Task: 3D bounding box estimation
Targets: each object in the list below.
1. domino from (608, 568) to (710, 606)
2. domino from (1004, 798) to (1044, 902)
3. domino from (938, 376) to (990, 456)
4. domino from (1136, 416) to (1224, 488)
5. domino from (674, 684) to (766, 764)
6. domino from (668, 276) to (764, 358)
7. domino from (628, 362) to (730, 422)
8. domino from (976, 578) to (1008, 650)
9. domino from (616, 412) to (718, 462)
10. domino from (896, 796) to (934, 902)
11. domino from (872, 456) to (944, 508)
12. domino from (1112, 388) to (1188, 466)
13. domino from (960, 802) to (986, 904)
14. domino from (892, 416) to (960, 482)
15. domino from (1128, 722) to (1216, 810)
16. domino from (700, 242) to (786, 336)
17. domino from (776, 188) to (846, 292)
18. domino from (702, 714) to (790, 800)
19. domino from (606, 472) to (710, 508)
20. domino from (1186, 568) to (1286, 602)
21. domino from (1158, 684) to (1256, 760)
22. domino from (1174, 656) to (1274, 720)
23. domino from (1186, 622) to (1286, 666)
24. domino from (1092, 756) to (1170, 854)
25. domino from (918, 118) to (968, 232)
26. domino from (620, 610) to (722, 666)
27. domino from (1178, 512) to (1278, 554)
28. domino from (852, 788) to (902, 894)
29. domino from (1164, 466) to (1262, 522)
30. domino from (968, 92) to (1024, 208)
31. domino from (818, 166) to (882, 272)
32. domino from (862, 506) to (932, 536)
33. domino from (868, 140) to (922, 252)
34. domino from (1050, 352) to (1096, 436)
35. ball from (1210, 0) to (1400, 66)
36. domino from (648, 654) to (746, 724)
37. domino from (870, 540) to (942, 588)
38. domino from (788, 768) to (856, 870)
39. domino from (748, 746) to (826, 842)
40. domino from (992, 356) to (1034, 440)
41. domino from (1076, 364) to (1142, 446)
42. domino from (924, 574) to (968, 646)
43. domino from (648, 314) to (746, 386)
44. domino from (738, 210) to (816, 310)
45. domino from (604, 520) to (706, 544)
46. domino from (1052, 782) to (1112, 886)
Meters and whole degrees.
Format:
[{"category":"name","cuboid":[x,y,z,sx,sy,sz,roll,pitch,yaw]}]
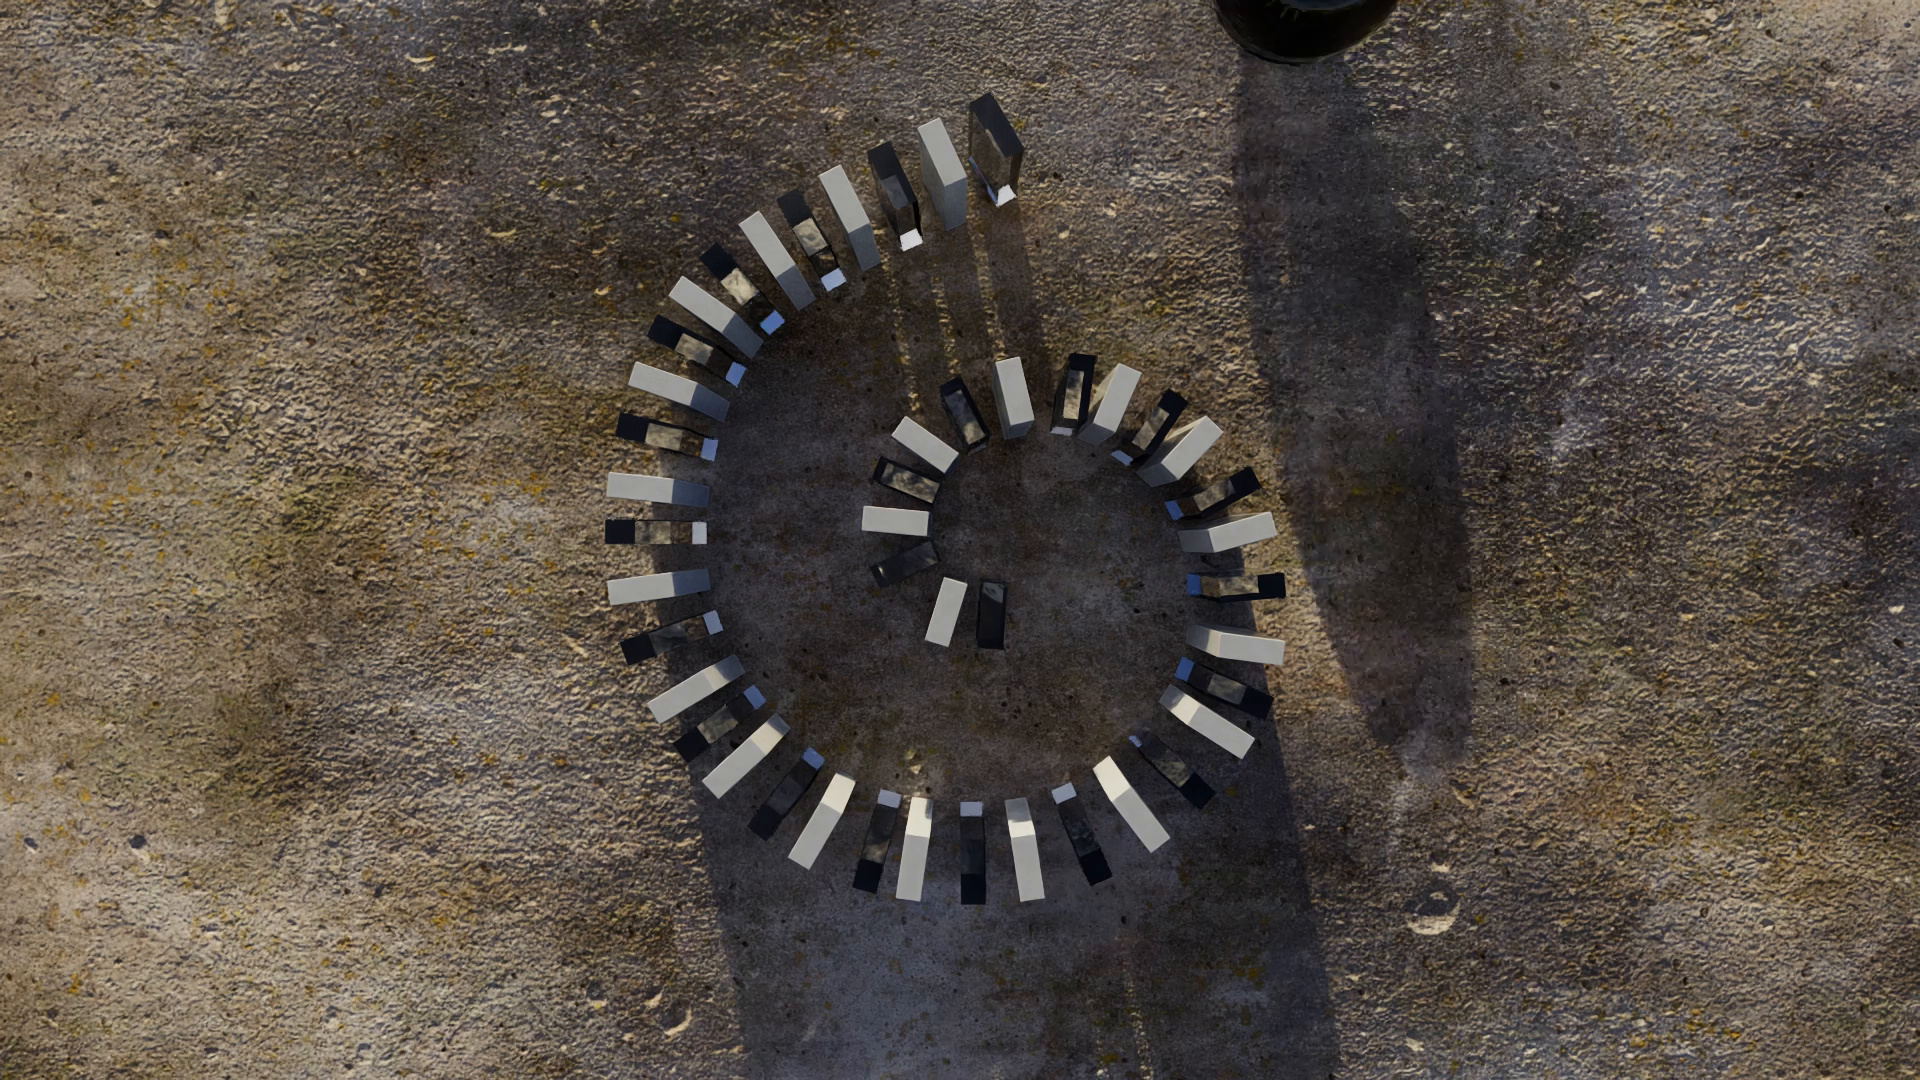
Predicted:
[{"category":"domino","cuboid":[-0.122,0.019,0.375,0.025,0.050,0.009,-8,90,0]},{"category":"domino","cuboid":[0.026,0.125,0.375,0.009,0.050,0.025,-9,90,0]},{"category":"domino","cuboid":[0.002,-0.050,0.375,0.009,0.050,0.025,-28,90,0]},{"category":"domino","cuboid":[0.089,-0.035,0.375,0.010,0.050,0.025,44,90,0]},{"category":"domino","cuboid":[-0.097,0.074,0.375,0.025,0.050,0.010,-37,90,0]},{"category":"domino","cuboid":[-0.099,-0.090,0.375,0.025,0.050,0.010,35,90,0]},{"category":"domino","cuboid":[-0.114,-0.060,0.375,0.025,0.050,0.009,19,90,0]},{"category":"domino","cuboid":[0.013,0.029,0.375,0.009,0.050,0.025,5,90,0]},{"category":"domino","cuboid":[-0.119,-0.041,0.375,0.025,0.050,0.009,13,90,0]},{"category":"domino","cuboid":[-0.018,0.125,0.375,0.009,0.050,0.025,8,90,0]},{"category":"domino","cuboid":[-0.020,-0.023,0.375,0.025,0.050,0.010,22,90,0]},{"category":"domino","cuboid":[0.077,-0.045,0.375,0.009,0.050,0.025,34,90,0]},{"category":"domino","cuboid":[0.005,0.127,0.375,0.009,0.050,0.025,0,90,0]},{"category":"domino","cuboid":[-0.013,-0.036,0.375,0.025,0.050,0.009,35,90,0]},{"category":"domino","cuboid":[0.086,0.092,0.375,0.025,0.050,0.010,42,90,0]},{"category":"domino","cuboid":[-0.088,-0.102,0.375,0.010,0.050,0.025,-42,90,0]},{"category":"domino","cuboid":[-0.060,-0.122,0.375,0.009,0.050,0.025,-30,90,0]},{"category":"domino","cuboid":[-0.086,0.087,0.375,0.025,0.050,0.009,-43,90,0]},{"category":"domino","cuboid":[-0.122,-0.020,0.375,0.025,0.050,0.010,6,90,0]},{"category":"domino","cuboid":[0.112,0.018,0.375,0.025,0.050,0.010,-5,90,0]},{"category":"domino","cuboid":[0.100,0.073,0.375,0.025,0.050,0.010,32,90,0]},{"category":"domino","cuboid":[0.107,0.060,0.375,0.025,0.050,0.009,22,90,0]},{"category":"domino","cuboid":[0.111,0.042,0.375,0.025,0.050,0.010,7,90,0]},{"category":"domino","cuboid":[0.069,0.107,0.375,0.009,0.050,0.025,-38,90,0]},{"category":"domino","cuboid":[-0.007,-0.148,0.375,0.010,0.050,0.025,-25,90,0]},{"category":"domino","cuboid":[-0.117,0.039,0.375,0.025,0.050,0.009,-20,90,0]},{"category":"domino","cuboid":[0.108,-0.003,0.375,0.025,0.050,0.009,-15,90,0]},{"category":"domino","cuboid":[-0.033,0.122,0.375,0.010,0.050,0.025,15,90,0]},{"category":"domino","cuboid":[0.102,-0.018,0.375,0.025,0.050,0.010,-28,90,0]},{"category":"domino","cuboid":[0.014,-0.158,0.375,0.010,0.050,0.025,-30,90,0]},{"category":"domino","cuboid":[-0.044,-0.130,0.375,0.010,0.050,0.025,-27,90,0]},{"category":"domino","cuboid":[-0.025,-0.007,0.375,0.025,0.050,0.009,5,90,0]},{"category":"domino","cuboid":[-0.026,-0.139,0.375,0.010,0.050,0.025,-25,90,0]},{"category":"domino","cuboid":[0.046,-0.059,0.375,0.010,0.050,0.025,7,90,0]},{"category":"ball","cuboid":[0.138,-0.231,0.360,0.080,0.080,0.080,0,90,0]},{"category":"domino","cuboid":[-0.107,0.060,0.375,0.025,0.050,0.009,-31,90,0]},{"category":"domino","cuboid":[-0.021,0.009,0.375,0.025,0.050,0.009,-24,90,0]},{"category":"domino","cuboid":[-0.055,0.113,0.375,0.009,0.050,0.025,30,90,0]},{"category":"domino","cuboid":[-0.070,0.103,0.375,0.009,0.050,0.025,39,90,0]},{"category":"domino","cuboid":[0.021,-0.057,0.375,0.009,0.050,0.025,-13,90,0]},{"category":"domino","cuboid":[0.060,-0.054,0.375,0.009,0.050,0.025,24,90,0]},{"category":"domino","cuboid":[-0.005,0.028,0.375,0.009,0.050,0.025,17,90,0]},{"category":"domino","cuboid":[-0.106,-0.077,0.375,0.025,0.050,0.010,27,90,0]},{"category":"domino","cuboid":[-0.074,-0.113,0.375,0.009,0.050,0.025,-34,90,0]},{"category":"domino","cuboid":[-0.123,-0.003,0.375,0.025,0.050,0.010,1,90,0]},{"category":"domino","cuboid":[0.049,0.119,0.375,0.009,0.050,0.025,-24,90,0]}]
